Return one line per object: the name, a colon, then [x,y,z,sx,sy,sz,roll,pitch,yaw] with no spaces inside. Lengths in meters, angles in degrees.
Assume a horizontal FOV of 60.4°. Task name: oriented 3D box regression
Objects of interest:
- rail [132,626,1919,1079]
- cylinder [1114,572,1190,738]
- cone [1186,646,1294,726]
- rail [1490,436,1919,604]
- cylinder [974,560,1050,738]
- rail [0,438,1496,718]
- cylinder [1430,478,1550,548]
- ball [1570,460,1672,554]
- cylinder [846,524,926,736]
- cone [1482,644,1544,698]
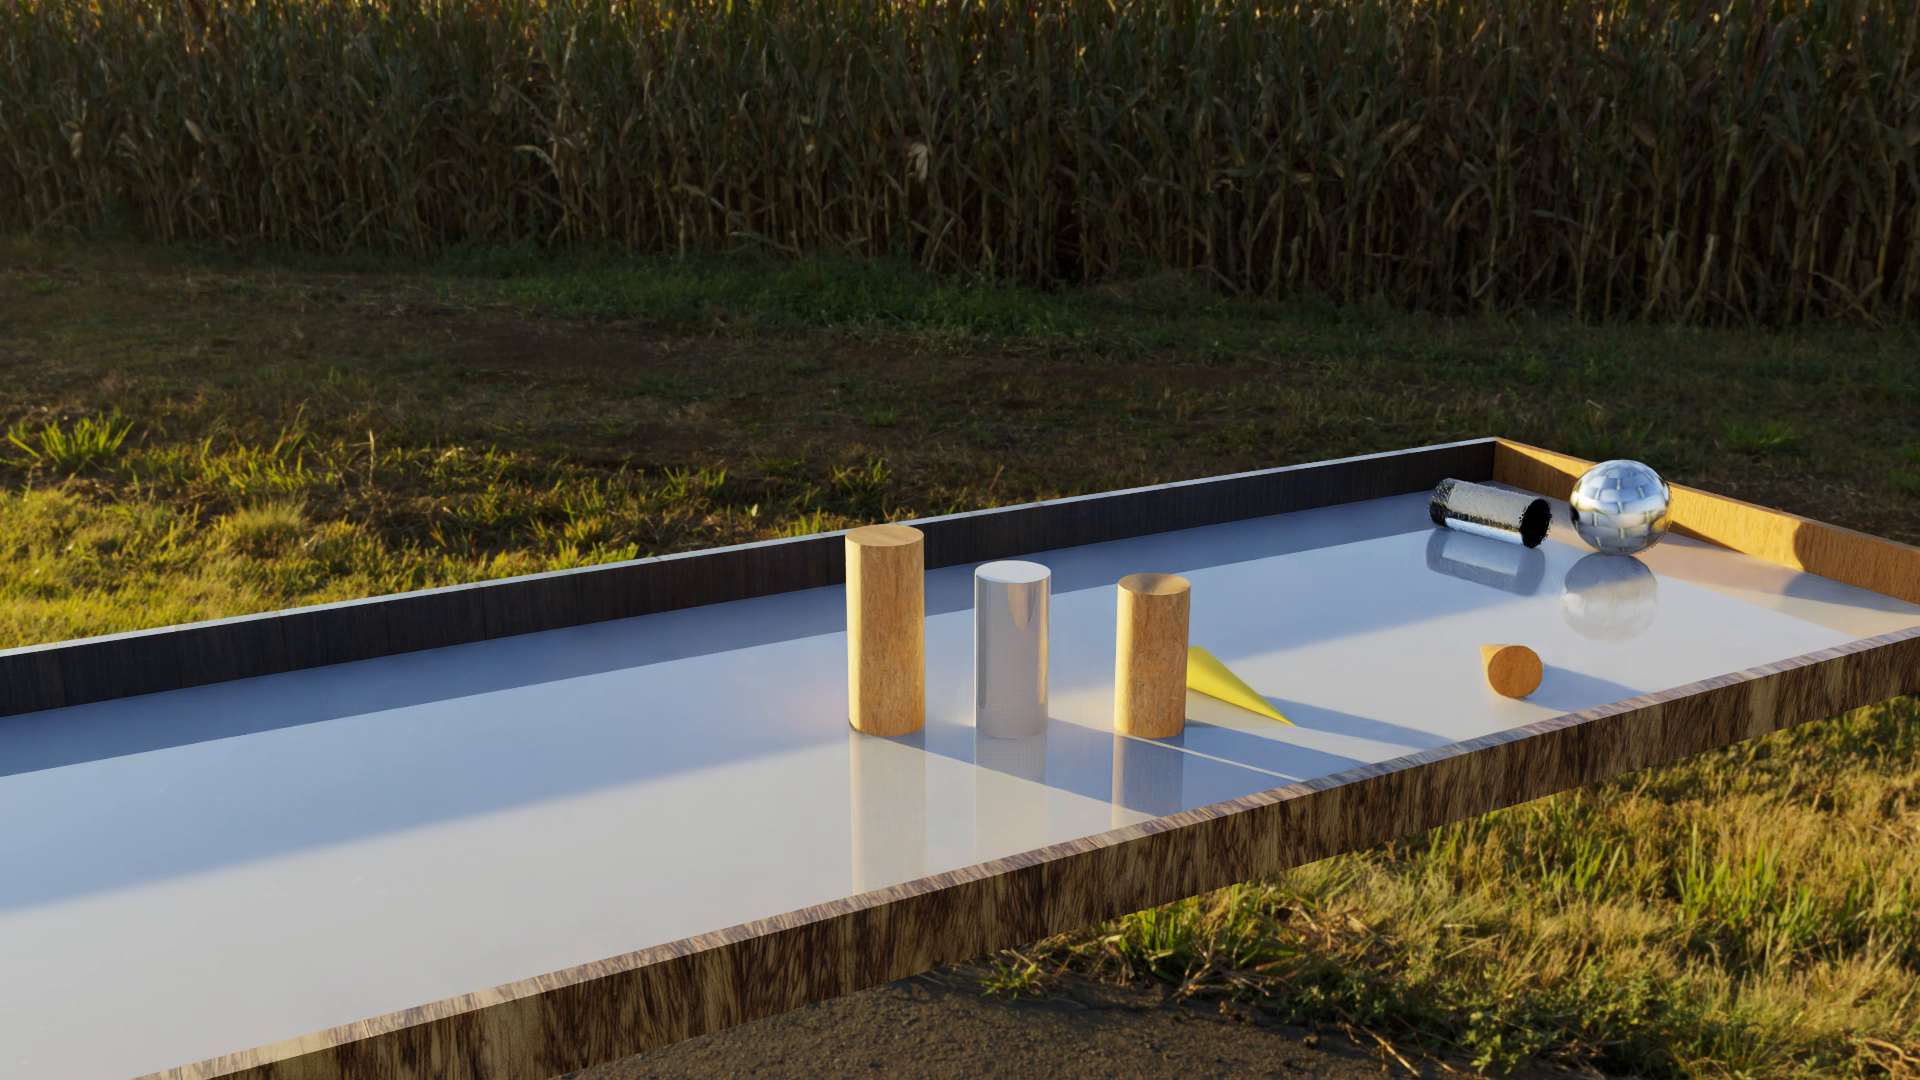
rail: [-2.336,1.006,1.665,12.000,0.150,0.050,-9,18,-27]
cylinder: [0.445,0.267,3.831,0.166,0.347,0.166,0,16,0]
cone: [0.681,0.375,3.985,0.108,0.108,0.347,-13,30,-38]
rail: [2.466,-0.048,5.253,0.050,0.150,2.100,-9,18,-27]
cylinder: [0.121,0.253,3.829,0.174,0.376,0.174,0,16,0]
rail: [-3.305,0.497,3.399,12.000,0.150,0.050,-9,18,-27]
cylinder: [1.724,-0.090,5.374,0.162,0.162,0.342,-13,21,-37]
ball: [2.072,-0.104,5.175,0.301,0.301,0.301,0,16,0]
cylinder: [-0.172,0.208,3.834,0.179,0.458,0.179,0,16,0]
cone: [1.375,0.300,4.217,0.132,0.132,0.384,2,7,5]
